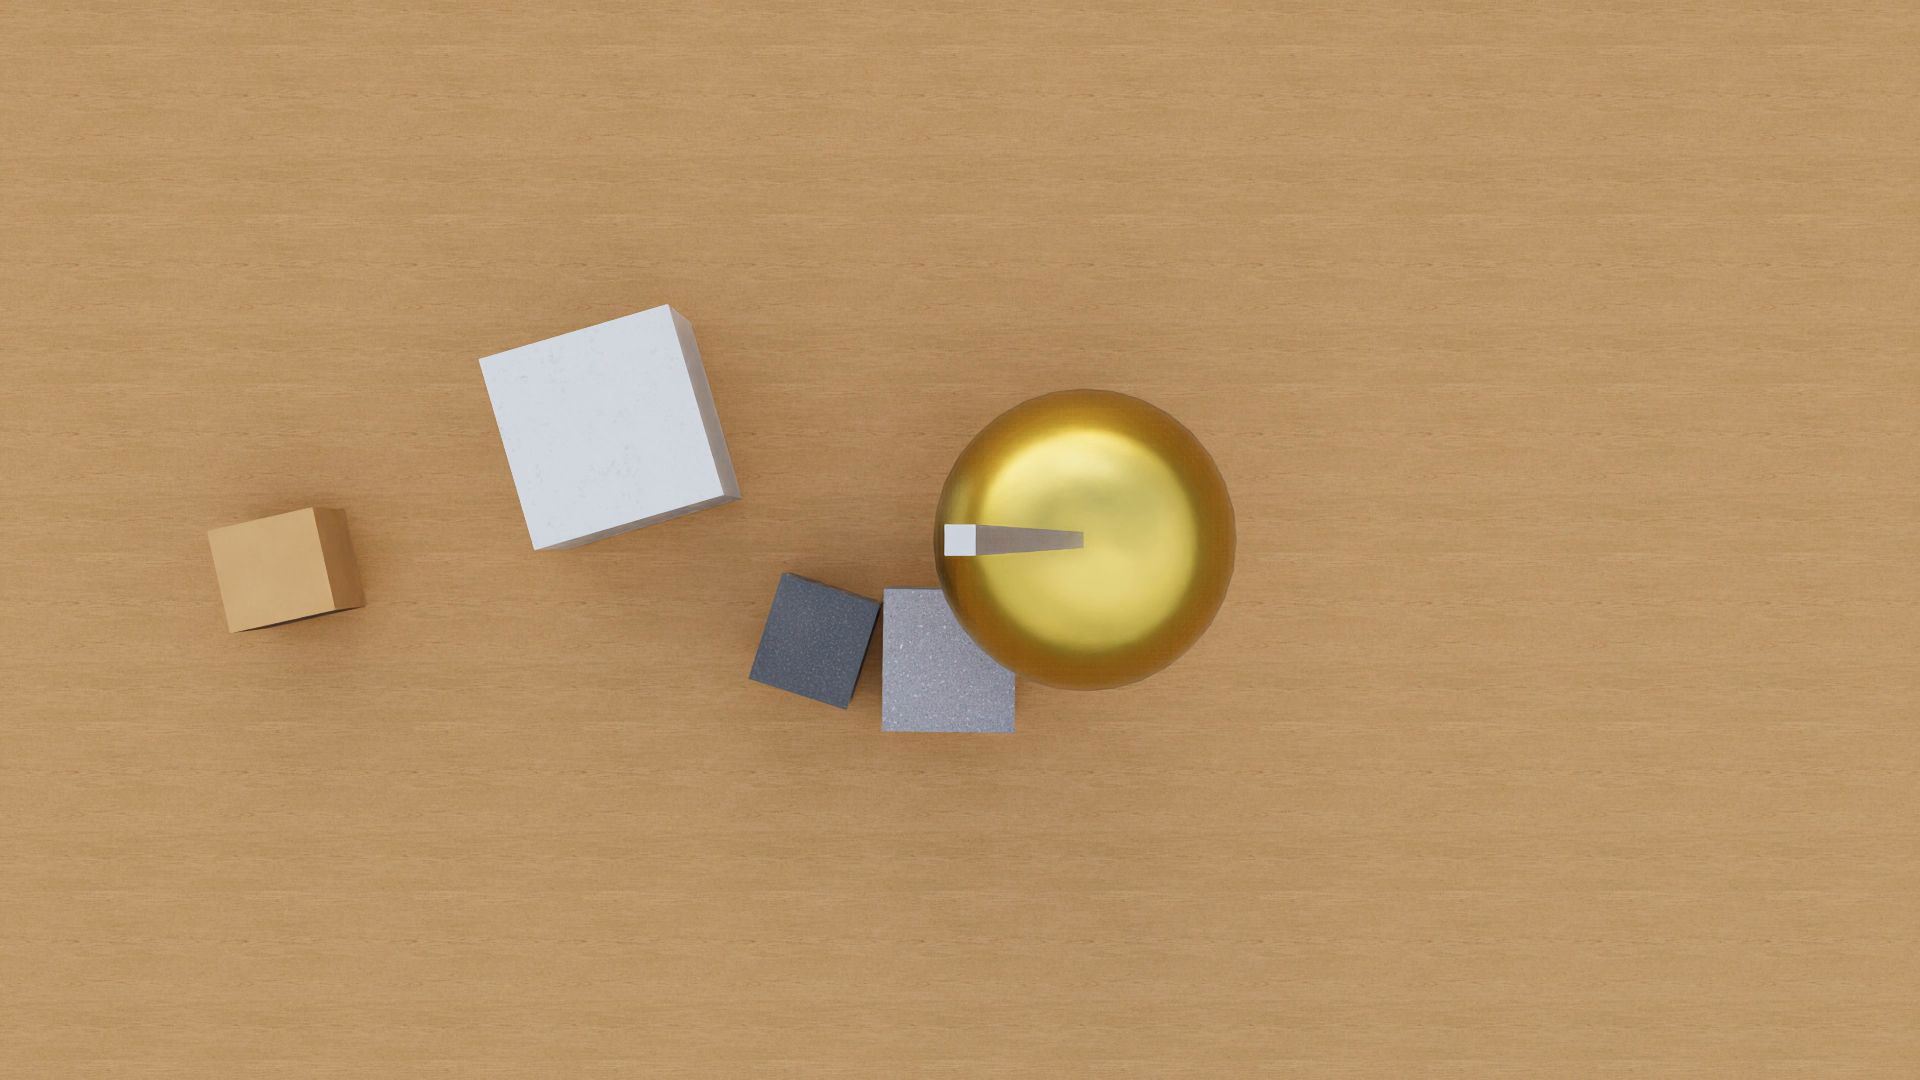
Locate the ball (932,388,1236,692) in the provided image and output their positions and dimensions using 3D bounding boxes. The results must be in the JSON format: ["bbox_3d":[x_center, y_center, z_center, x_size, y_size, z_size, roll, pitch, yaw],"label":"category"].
[{"bbox_3d":[0.655,0.000,11.603,1.600,1.600,1.600,0,90,0],"label":"ball"}]

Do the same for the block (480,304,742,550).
[{"bbox_3d":[-1.954,-0.615,12.489,1.074,1.022,1.083,-16,90,0],"label":"block"}]

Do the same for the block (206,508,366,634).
[{"bbox_3d":[-3.869,0.170,12.675,0.606,0.651,0.591,-13,90,0],"label":"block"}]

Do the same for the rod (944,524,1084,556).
[{"bbox_3d":[0.284,0.000,8.224,0.080,5.200,0.080,0,90,6],"label":"rod"}]

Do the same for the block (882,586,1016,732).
[{"bbox_3d":[-0.061,0.675,12.635,0.740,0.731,0.793,1,90,0],"label":"block"}]

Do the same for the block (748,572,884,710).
[{"bbox_3d":[-0.820,0.572,12.680,0.577,0.639,0.621,18,90,0],"label":"block"}]
